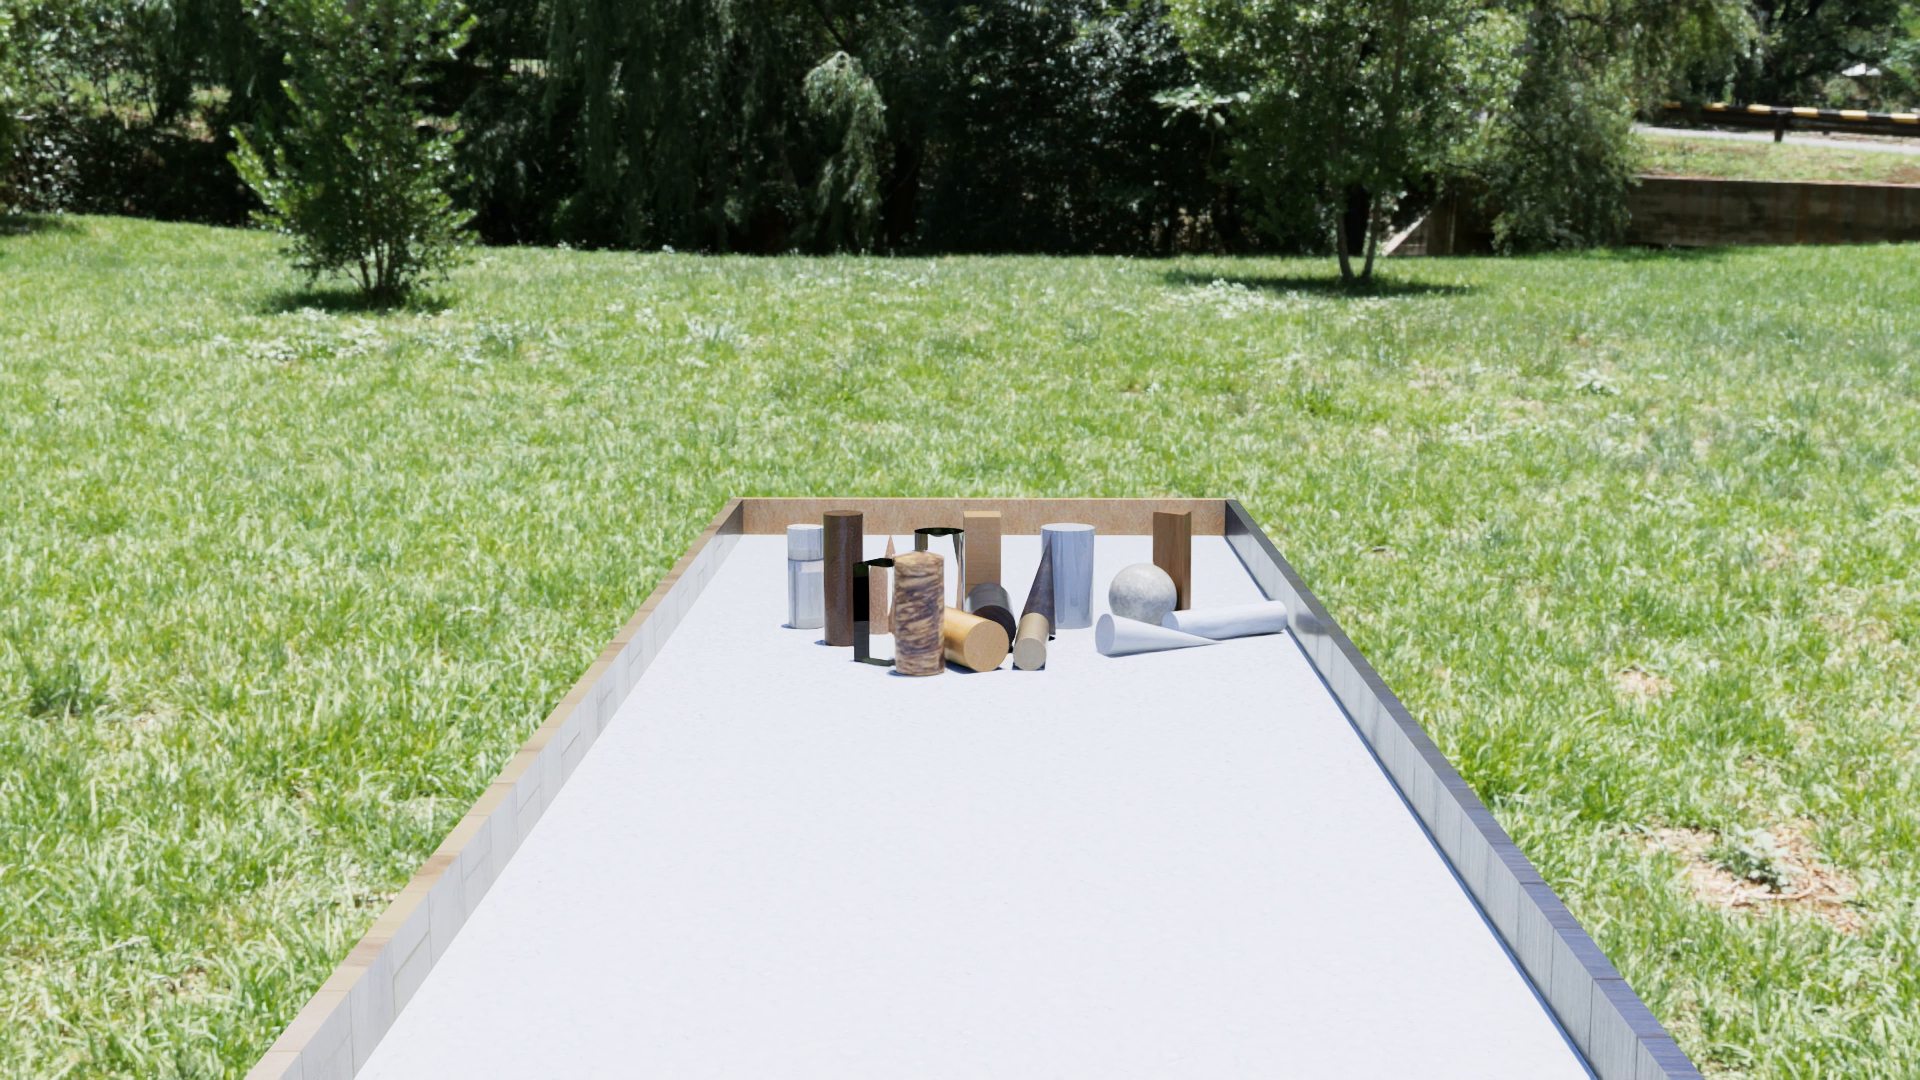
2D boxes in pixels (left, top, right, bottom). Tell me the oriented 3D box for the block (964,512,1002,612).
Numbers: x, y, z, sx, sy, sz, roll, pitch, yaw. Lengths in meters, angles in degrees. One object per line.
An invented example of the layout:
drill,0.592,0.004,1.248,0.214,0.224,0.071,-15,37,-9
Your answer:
block,0.073,0.096,7.221,0.119,0.368,0.119,0,10,-2

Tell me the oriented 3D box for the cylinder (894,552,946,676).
cylinder,-0.119,0.219,6.500,0.149,0.341,0.149,0,14,0

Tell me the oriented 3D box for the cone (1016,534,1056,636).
cone,0.267,0.137,7.037,0.130,0.323,0.130,9,-4,1

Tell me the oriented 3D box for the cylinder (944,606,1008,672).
cylinder,-0.012,0.290,6.680,0.155,0.155,0.368,-5,10,-29

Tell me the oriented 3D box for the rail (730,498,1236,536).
rail,0.099,-0.098,9.147,2.100,0.150,0.050,0,9,1

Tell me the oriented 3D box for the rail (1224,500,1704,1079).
rail,1.046,0.843,3.208,0.050,0.150,12.000,0,9,1

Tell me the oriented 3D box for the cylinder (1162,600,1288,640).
cylinder,0.849,0.262,7.038,0.418,0.100,0.100,-5,10,-28

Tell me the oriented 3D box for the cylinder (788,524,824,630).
cylinder,-0.504,0.120,7.199,0.121,0.330,0.121,0,9,0

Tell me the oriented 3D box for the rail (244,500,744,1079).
rail,-1.004,0.839,3.234,0.050,0.150,12.000,0,9,1

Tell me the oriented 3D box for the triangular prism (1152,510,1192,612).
triangular prism,0.721,0.091,7.234,0.115,0.374,0.133,-8,11,-43

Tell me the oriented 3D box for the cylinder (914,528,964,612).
cylinder,-0.066,0.148,6.936,0.158,0.357,0.158,0,9,0

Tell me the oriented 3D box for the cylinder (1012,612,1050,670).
cylinder,0.219,0.310,6.735,0.100,0.100,0.394,1,9,4

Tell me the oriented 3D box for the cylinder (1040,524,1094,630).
cylinder,0.353,0.118,7.228,0.176,0.325,0.176,0,9,0

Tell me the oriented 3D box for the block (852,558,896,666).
block,-0.227,0.217,6.672,0.137,0.302,0.137,7,11,37

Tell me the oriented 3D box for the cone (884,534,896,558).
cone,-0.226,0.128,7.180,0.148,0.319,0.148,0,9,0

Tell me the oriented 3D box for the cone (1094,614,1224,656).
cone,0.642,0.308,6.859,0.433,0.130,0.130,5,6,-24

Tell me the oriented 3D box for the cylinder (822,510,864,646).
cylinder,-0.366,0.120,6.923,0.127,0.416,0.127,0,9,0

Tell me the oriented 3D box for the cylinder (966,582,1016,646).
cylinder,0.095,0.245,6.976,0.153,0.153,0.398,0,9,-1

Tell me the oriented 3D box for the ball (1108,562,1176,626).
ball,0.592,0.185,7.132,0.222,0.222,0.222,0,9,0
